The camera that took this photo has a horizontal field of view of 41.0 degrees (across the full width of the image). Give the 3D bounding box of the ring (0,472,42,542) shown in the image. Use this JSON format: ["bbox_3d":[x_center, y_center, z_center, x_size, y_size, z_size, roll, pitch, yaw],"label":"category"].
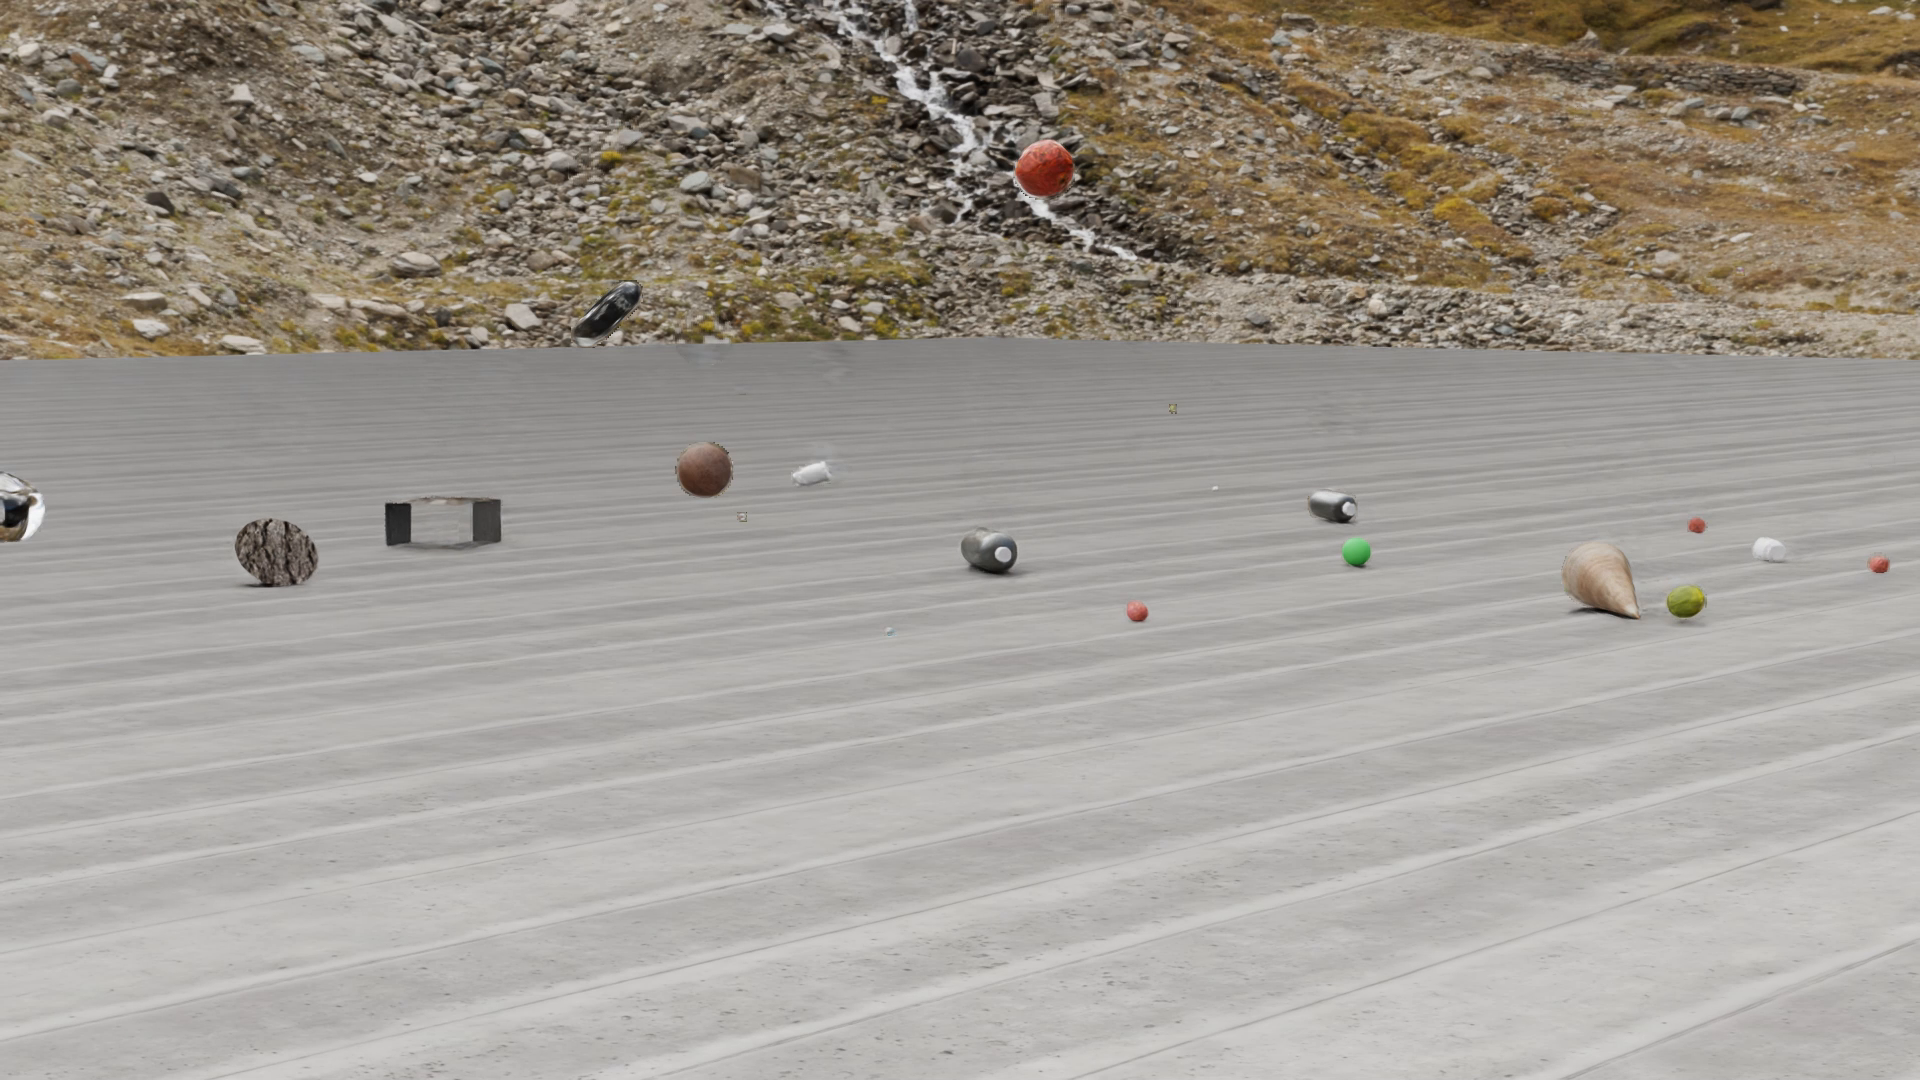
[{"bbox_3d":[-2.433,-0.094,6.406,0.282,0.128,0.355,18,6,-25],"label":"ring"}]

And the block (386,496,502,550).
[{"bbox_3d":[-1.269,-0.043,6.308,0.204,0.107,0.195,2,6,22],"label":"block"}]

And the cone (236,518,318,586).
[{"bbox_3d":[-1.487,0.056,5.537,0.178,0.185,0.097,10,-44,-26],"label":"cone"}]

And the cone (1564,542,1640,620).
[{"bbox_3d":[1.284,0.111,5.002,0.161,0.130,0.201,40,12,-26],"label":"cone"}]

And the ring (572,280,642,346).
[{"bbox_3d":[-0.703,-0.450,5.100,0.184,0.050,0.110,-37,19,26],"label":"ring"}]

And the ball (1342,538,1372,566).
[{"bbox_3d":[0.903,0.026,5.838,0.065,0.065,0.065,0,6,0],"label":"ball"}]
